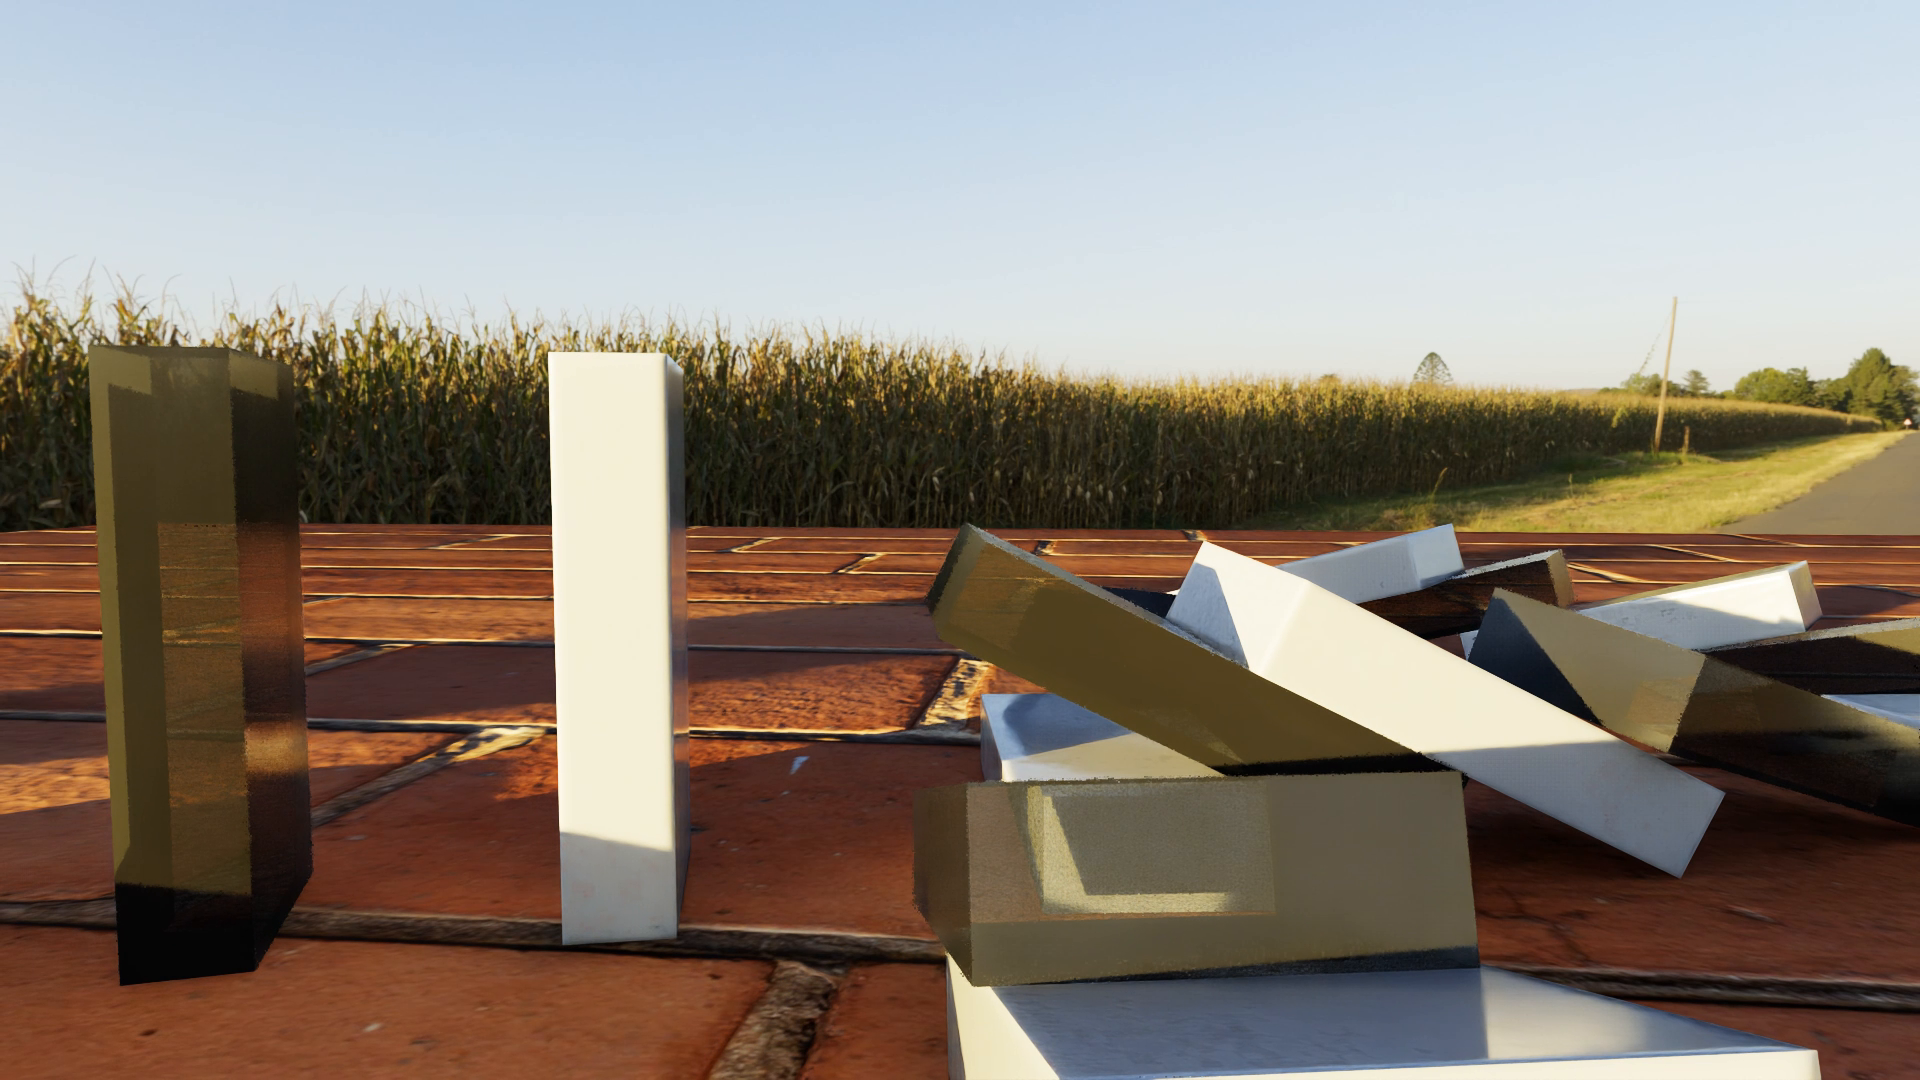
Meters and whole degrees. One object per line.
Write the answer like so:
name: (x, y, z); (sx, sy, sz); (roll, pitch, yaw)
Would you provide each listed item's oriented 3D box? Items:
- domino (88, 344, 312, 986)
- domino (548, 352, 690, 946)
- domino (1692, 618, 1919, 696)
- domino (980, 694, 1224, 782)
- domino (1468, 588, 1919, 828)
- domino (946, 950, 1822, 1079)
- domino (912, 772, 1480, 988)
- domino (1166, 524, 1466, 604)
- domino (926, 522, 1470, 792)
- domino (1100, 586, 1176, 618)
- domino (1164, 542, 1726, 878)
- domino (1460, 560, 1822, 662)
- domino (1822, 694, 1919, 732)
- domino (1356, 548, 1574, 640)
domino: (-0.065, 0.009, 0.112); (0.010, 0.050, 0.025); (-1, 4, -17)
domino: (-0.031, 0.009, 0.120); (0.010, 0.050, 0.025); (-1, 4, -9)
domino: (0.135, 0.018, 0.189); (0.025, 0.009, 0.050); (-4, -9, -40)
domino: (0.016, 0.027, 0.146); (0.025, 0.010, 0.050); (0, 4, -3)
domino: (0.082, 0.019, 0.138); (0.050, 0.010, 0.025); (17, 5, -26)
domino: (0.014, 0.026, 0.064); (0.025, 0.009, 0.050); (0, -11, -5)
domino: (0.011, 0.021, 0.087); (0.025, 0.009, 0.050); (0, -11, -5)
domino: (0.065, 0.008, 0.242); (0.050, 0.009, 0.025); (-17, -5, 38)
domino: (0.022, 0.014, 0.128); (0.050, 0.010, 0.025); (26, 3, -6)
domino: (0.032, 0.018, 0.174); (0.050, 0.010, 0.025); (5, -32, 47)
domino: (0.048, 0.017, 0.132); (0.050, 0.010, 0.025); (26, 3, -13)
domino: (0.115, 0.015, 0.218); (0.050, 0.009, 0.025); (-18, -8, 38)
domino: (0.127, 0.027, 0.145); (0.025, 0.010, 0.050); (0, 4, -2)
domino: (0.086, 0.013, 0.241); (0.050, 0.009, 0.025); (-16, -5, 31)
